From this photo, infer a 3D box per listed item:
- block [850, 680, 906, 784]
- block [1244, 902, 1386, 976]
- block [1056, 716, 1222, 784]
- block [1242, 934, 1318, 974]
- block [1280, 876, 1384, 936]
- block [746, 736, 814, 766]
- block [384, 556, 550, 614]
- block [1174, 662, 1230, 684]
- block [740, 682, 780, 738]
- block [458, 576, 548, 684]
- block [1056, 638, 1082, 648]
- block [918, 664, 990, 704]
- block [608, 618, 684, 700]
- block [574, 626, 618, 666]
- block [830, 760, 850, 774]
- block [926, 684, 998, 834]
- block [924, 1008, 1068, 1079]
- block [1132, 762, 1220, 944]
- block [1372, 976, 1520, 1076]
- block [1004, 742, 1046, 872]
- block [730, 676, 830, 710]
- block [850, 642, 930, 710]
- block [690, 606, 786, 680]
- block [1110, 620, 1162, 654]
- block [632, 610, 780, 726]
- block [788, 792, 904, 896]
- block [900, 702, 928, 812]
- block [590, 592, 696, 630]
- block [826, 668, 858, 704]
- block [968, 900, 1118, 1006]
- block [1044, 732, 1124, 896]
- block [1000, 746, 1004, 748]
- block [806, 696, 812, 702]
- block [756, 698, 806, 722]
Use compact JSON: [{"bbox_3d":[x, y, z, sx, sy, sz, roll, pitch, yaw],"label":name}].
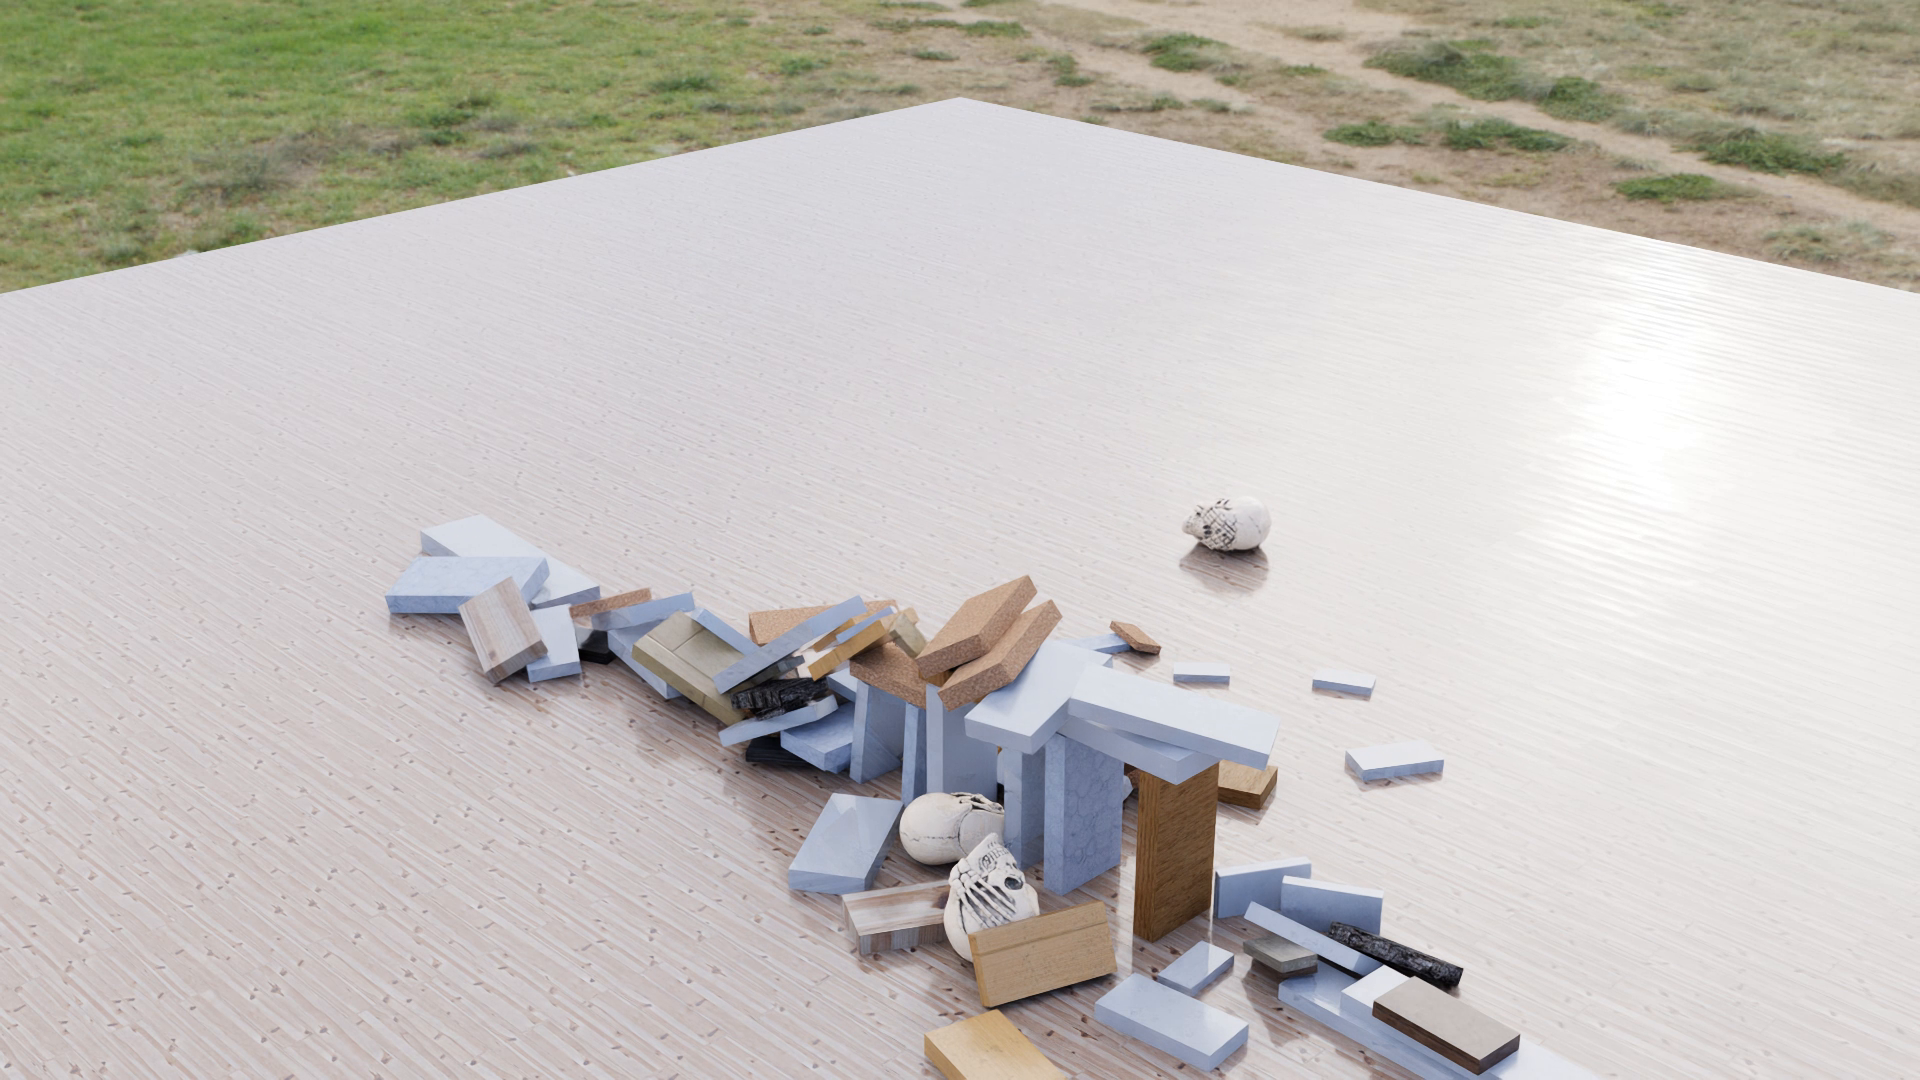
[{"bbox_3d":[-0.164,0.378,4.556,0.121,0.242,0.034,-20,38,-39],"label":"block"},{"bbox_3d":[0.637,0.720,3.939,0.238,0.034,0.119,21,-6,40],"label":"block"},{"bbox_3d":[0.320,0.340,4.029,0.339,0.048,0.170,21,31,40],"label":"block"},{"bbox_3d":[0.566,0.731,3.892,0.071,0.020,0.141,-8,8,-20],"label":"block"},{"bbox_3d":[0.684,0.677,4.047,0.183,0.091,0.026,7,24,15],"label":"block"},{"bbox_3d":[-0.368,0.444,4.631,0.152,0.022,0.076,3,23,8],"label":"block"},{"bbox_3d":[-1.198,0.109,5.352,0.354,0.050,0.177,0,32,17],"label":"block"},{"bbox_3d":[0.552,0.302,5.025,0.128,0.018,0.064,2,23,4],"label":"block"},{"bbox_3d":[-0.409,0.379,4.757,0.076,0.022,0.152,-25,57,-38],"label":"block"},{"bbox_3d":[-1.060,0.206,5.095,0.144,0.041,0.289,-31,38,-6],"label":"block"},{"bbox_3d":[0.132,0.281,4.974,0.293,0.042,0.147,-9,12,-7],"label":"block"},{"bbox_3d":[0.087,0.271,4.259,0.315,0.045,0.157,21,30,40],"label":"block"},{"bbox_3d":[-0.665,0.265,5.006,0.155,0.044,0.310,-14,27,-30],"label":"block"},{"bbox_3d":[-0.892,0.242,5.153,0.207,0.029,0.103,9,25,20],"label":"block"},{"bbox_3d":[-0.295,0.450,4.673,0.152,0.022,0.076,17,28,34],"label":"block"},{"bbox_3d":[0.005,0.411,4.389,0.045,0.315,0.157,21,31,40],"label":"block"},{"bbox_3d":[0.073,0.884,3.626,0.143,0.041,0.286,-13,26,-27],"label":"block"},{"bbox_3d":[0.396,0.551,4.026,0.048,0.339,0.170,21,31,40],"label":"block"},{"bbox_3d":[0.807,0.806,3.657,0.109,0.031,0.219,-19,29,-37],"label":"block"},{"bbox_3d":[0.156,0.469,4.253,0.045,0.315,0.158,20,30,40],"label":"block"},{"bbox_3d":[-0.385,0.324,4.664,0.114,0.032,0.229,-17,4,-33],"label":"block"},{"bbox_3d":[-0.096,0.276,4.442,0.242,0.034,0.121,21,31,40],"label":"block"},{"bbox_3d":[-0.495,0.231,4.945,0.237,0.034,0.118,36,-7,-12],"label":"block"},{"bbox_3d":[0.412,0.228,5.170,0.067,0.019,0.133,12,15,-30],"label":"block"},{"bbox_3d":[-0.556,0.288,4.859,0.310,0.044,0.155,33,44,18],"label":"block"},{"bbox_3d":[-0.219,0.595,4.305,0.150,0.042,0.300,5,24,12],"label":"block"},{"bbox_3d":[-0.059,0.421,4.457,0.121,0.242,0.034,-21,36,-40],"label":"block"},{"bbox_3d":[-0.744,0.169,5.137,0.155,0.044,0.310,-14,1,-26],"label":"block"},{"bbox_3d":[-0.199,0.309,4.685,0.203,0.029,0.101,29,39,16],"label":"block"},{"bbox_3d":[0.147,0.728,3.880,0.254,0.127,0.036,-11,-3,-23],"label":"block"},{"bbox_3d":[0.236,0.489,4.175,0.048,0.339,0.170,21,31,40],"label":"block"},{"bbox_3d":[0.167,0.390,4.614,0.139,0.040,0.279,26,62,37],"label":"block"},{"bbox_3d":[-0.342,0.353,4.809,0.067,0.019,0.134,-23,-4,-43],"label":"block"},{"bbox_3d":[-0.376,0.352,4.615,0.063,0.018,0.126,-17,2,18],"label":"block"}]
